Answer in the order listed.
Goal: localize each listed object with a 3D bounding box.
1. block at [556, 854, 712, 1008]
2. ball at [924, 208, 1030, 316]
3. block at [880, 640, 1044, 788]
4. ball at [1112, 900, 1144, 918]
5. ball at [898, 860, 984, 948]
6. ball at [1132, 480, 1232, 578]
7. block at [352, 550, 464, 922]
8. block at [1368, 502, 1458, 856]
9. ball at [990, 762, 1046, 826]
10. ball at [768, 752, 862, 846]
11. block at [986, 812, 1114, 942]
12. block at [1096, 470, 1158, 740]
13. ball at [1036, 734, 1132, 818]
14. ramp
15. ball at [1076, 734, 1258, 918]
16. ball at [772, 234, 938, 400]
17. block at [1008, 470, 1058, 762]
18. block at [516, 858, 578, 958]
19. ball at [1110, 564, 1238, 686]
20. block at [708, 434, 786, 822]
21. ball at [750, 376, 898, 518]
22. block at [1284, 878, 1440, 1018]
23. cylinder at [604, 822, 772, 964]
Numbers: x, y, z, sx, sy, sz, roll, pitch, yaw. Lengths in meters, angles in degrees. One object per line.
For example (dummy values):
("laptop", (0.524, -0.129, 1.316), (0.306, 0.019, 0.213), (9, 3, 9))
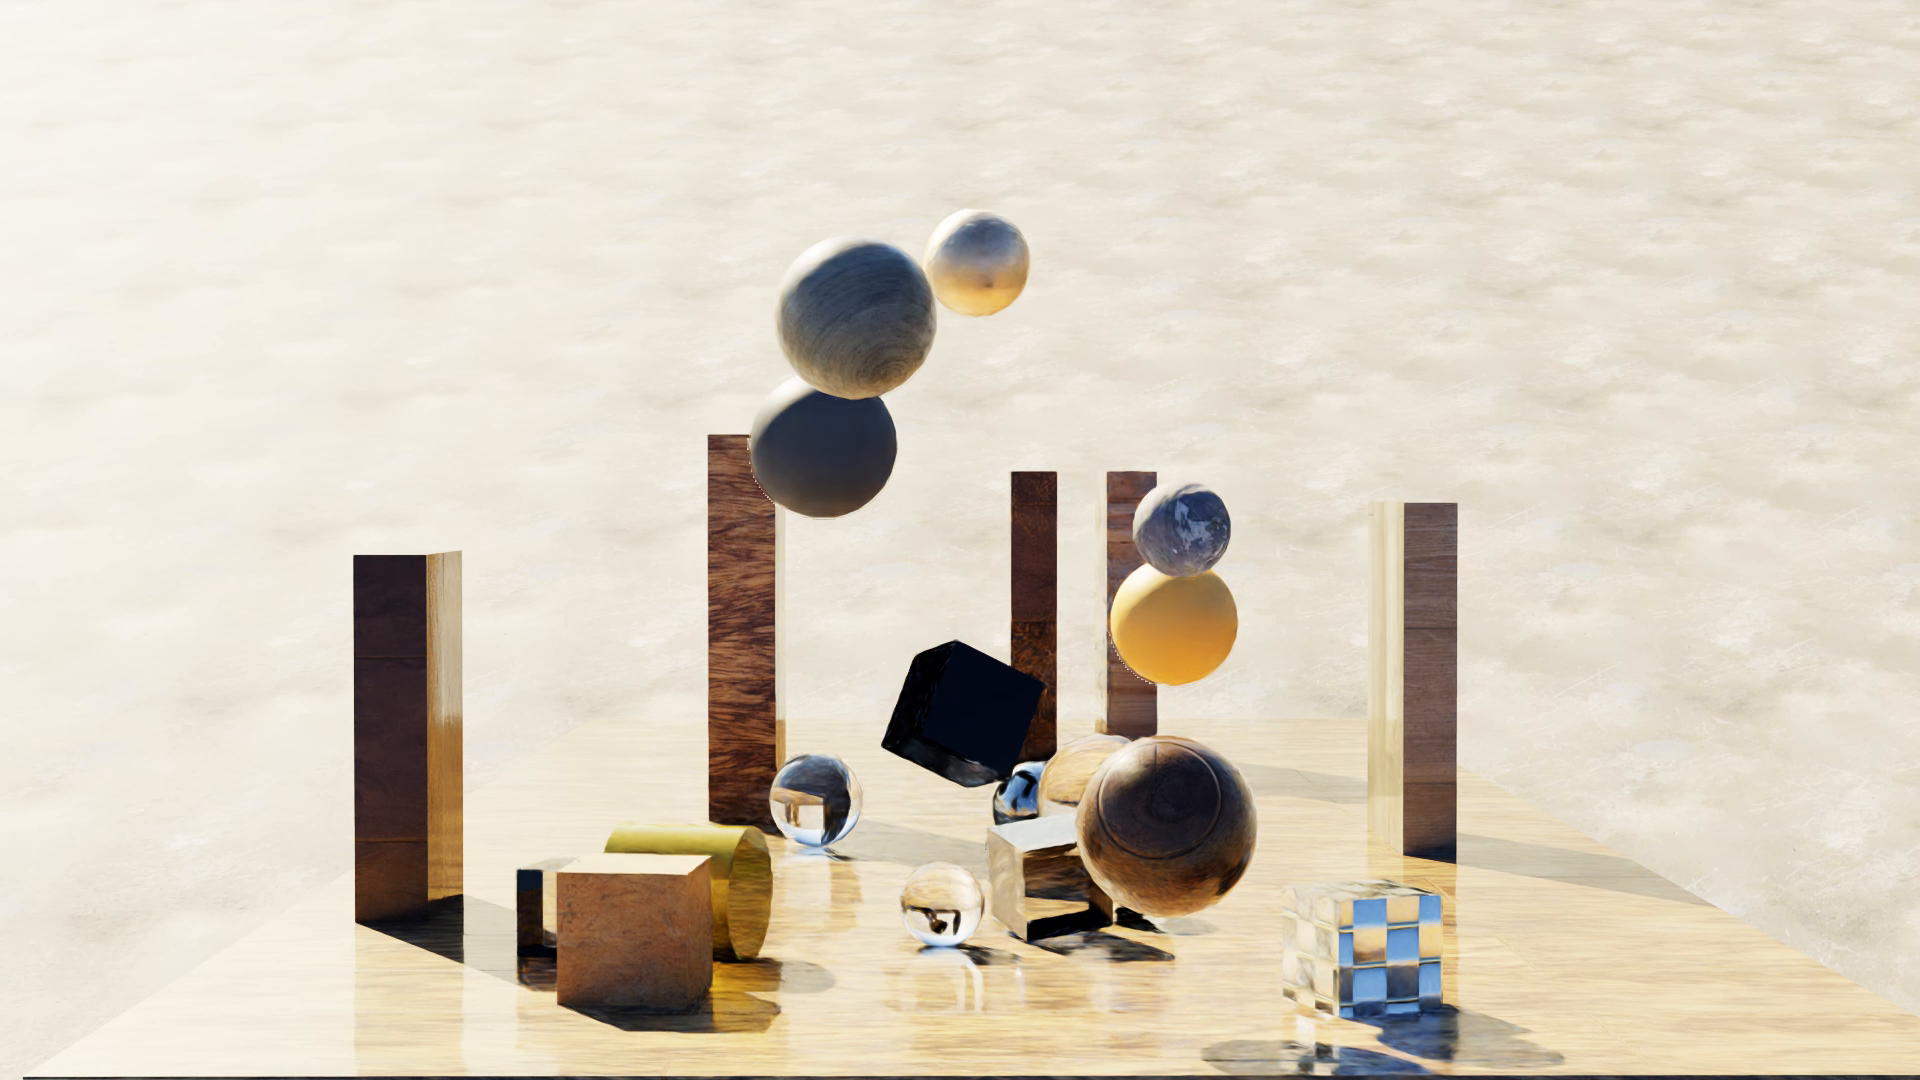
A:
("block", (-0.377, 0.452, 3.003), (0.151, 0.151, 0.151), (0, 1, 5))
("ball", (0.020, -0.320, 2.977), (0.124, 0.124, 0.124), (0, 27, 0))
("block", (0.003, 0.279, 4.114), (0.166, 0.166, 0.166), (27, -21, -17))
("ball", (0.237, 0.457, 3.532), (0.119, 0.119, 0.119), (0, 27, 0))
("ball", (-0.023, 0.466, 3.303), (0.110, 0.110, 0.110), (0, 27, 0))
("ball", (0.245, -0.012, 2.848), (0.108, 0.108, 0.108), (0, 27, 0))
("block", (-0.770, 0.266, 3.614), (0.099, 0.498, 0.251), (0, 1, 0))
("block", (0.751, 0.219, 4.301), (0.086, 0.564, 0.357), (0, 1, 0))
("ball", (0.121, 0.432, 4.187), (0.144, 0.144, 0.144), (0, 27, 0))
("ball", (-0.236, 0.426, 4.237), (0.154, 0.154, 0.154), (0, 27, 0))
("block", (0.118, 0.442, 3.388), (0.122, 0.122, 0.122), (-7, 11, -20))
("block", (0.359, 0.163, 5.607), (0.108, 0.624, 0.414), (0, 1, 0))
("ball", (0.222, 0.404, 4.013), (0.206, 0.206, 0.206), (0, 27, 0))
("ramp", (0.060, 0.546, 4.582), (2.000, 0.100, 4.000), (0, 1, 0))
("ball", (0.226, 0.313, 2.821), (0.199, 0.199, 0.199), (0, 27, 0))
("ball", (-0.095, -0.203, 2.348), (0.150, 0.150, 0.150), (0, 27, 0))
("block", (0.159, 0.162, 5.664), (0.099, 0.625, 0.269), (0, 1, 0))
("block", (-0.487, 0.467, 3.275), (0.110, 0.110, 0.110), (0, 1, 19))
("ball", (0.258, 0.098, 3.113), (0.154, 0.154, 0.154), (0, 27, 0))
("block", (-0.385, 0.153, 4.678), (0.119, 0.683, 0.264), (0, 1, 0))
("ball", (-0.141, -0.098, 2.660), (0.152, 0.152, 0.152), (0, 27, 0))
("block", (0.457, 0.463, 2.944), (0.130, 0.130, 0.130), (0, 1, -21))
("cylinder", (-0.341, 0.439, 3.216), (0.169, 0.169, 0.169), (0, 26, 15))
